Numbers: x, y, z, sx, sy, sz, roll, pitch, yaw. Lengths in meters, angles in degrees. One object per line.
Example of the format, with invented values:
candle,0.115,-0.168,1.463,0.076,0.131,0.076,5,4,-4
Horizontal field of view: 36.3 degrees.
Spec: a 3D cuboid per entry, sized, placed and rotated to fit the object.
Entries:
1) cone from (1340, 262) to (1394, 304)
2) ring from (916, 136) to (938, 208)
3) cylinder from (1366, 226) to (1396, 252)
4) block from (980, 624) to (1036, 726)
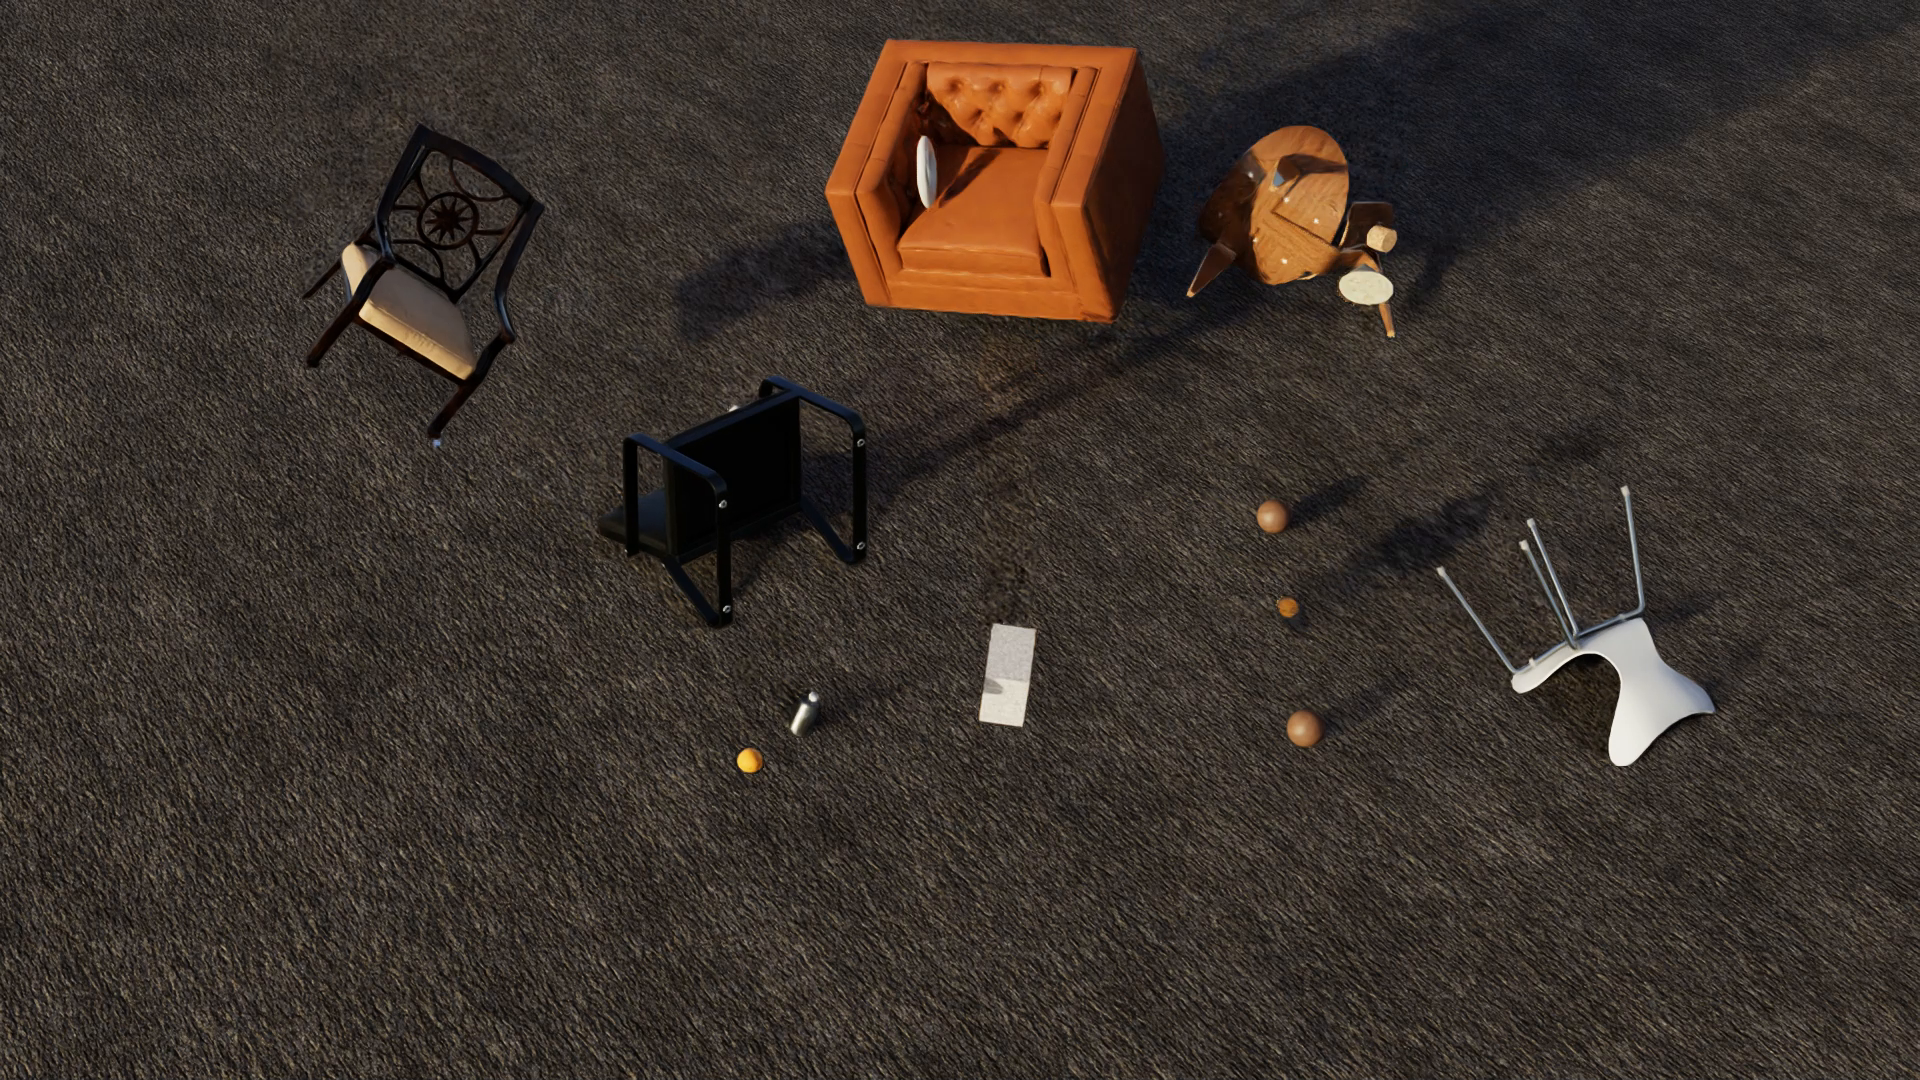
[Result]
cone,1.467,-0.961,10.634,0.201,0.147,0.156,12,41,-8
ring,-0.135,-1.494,11.909,0.047,0.309,0.133,7,27,23
cylinder,1.547,-1.105,10.762,0.061,0.087,0.092,25,3,-36
block,0.153,0.434,9.434,0.141,0.226,0.223,8,49,1
